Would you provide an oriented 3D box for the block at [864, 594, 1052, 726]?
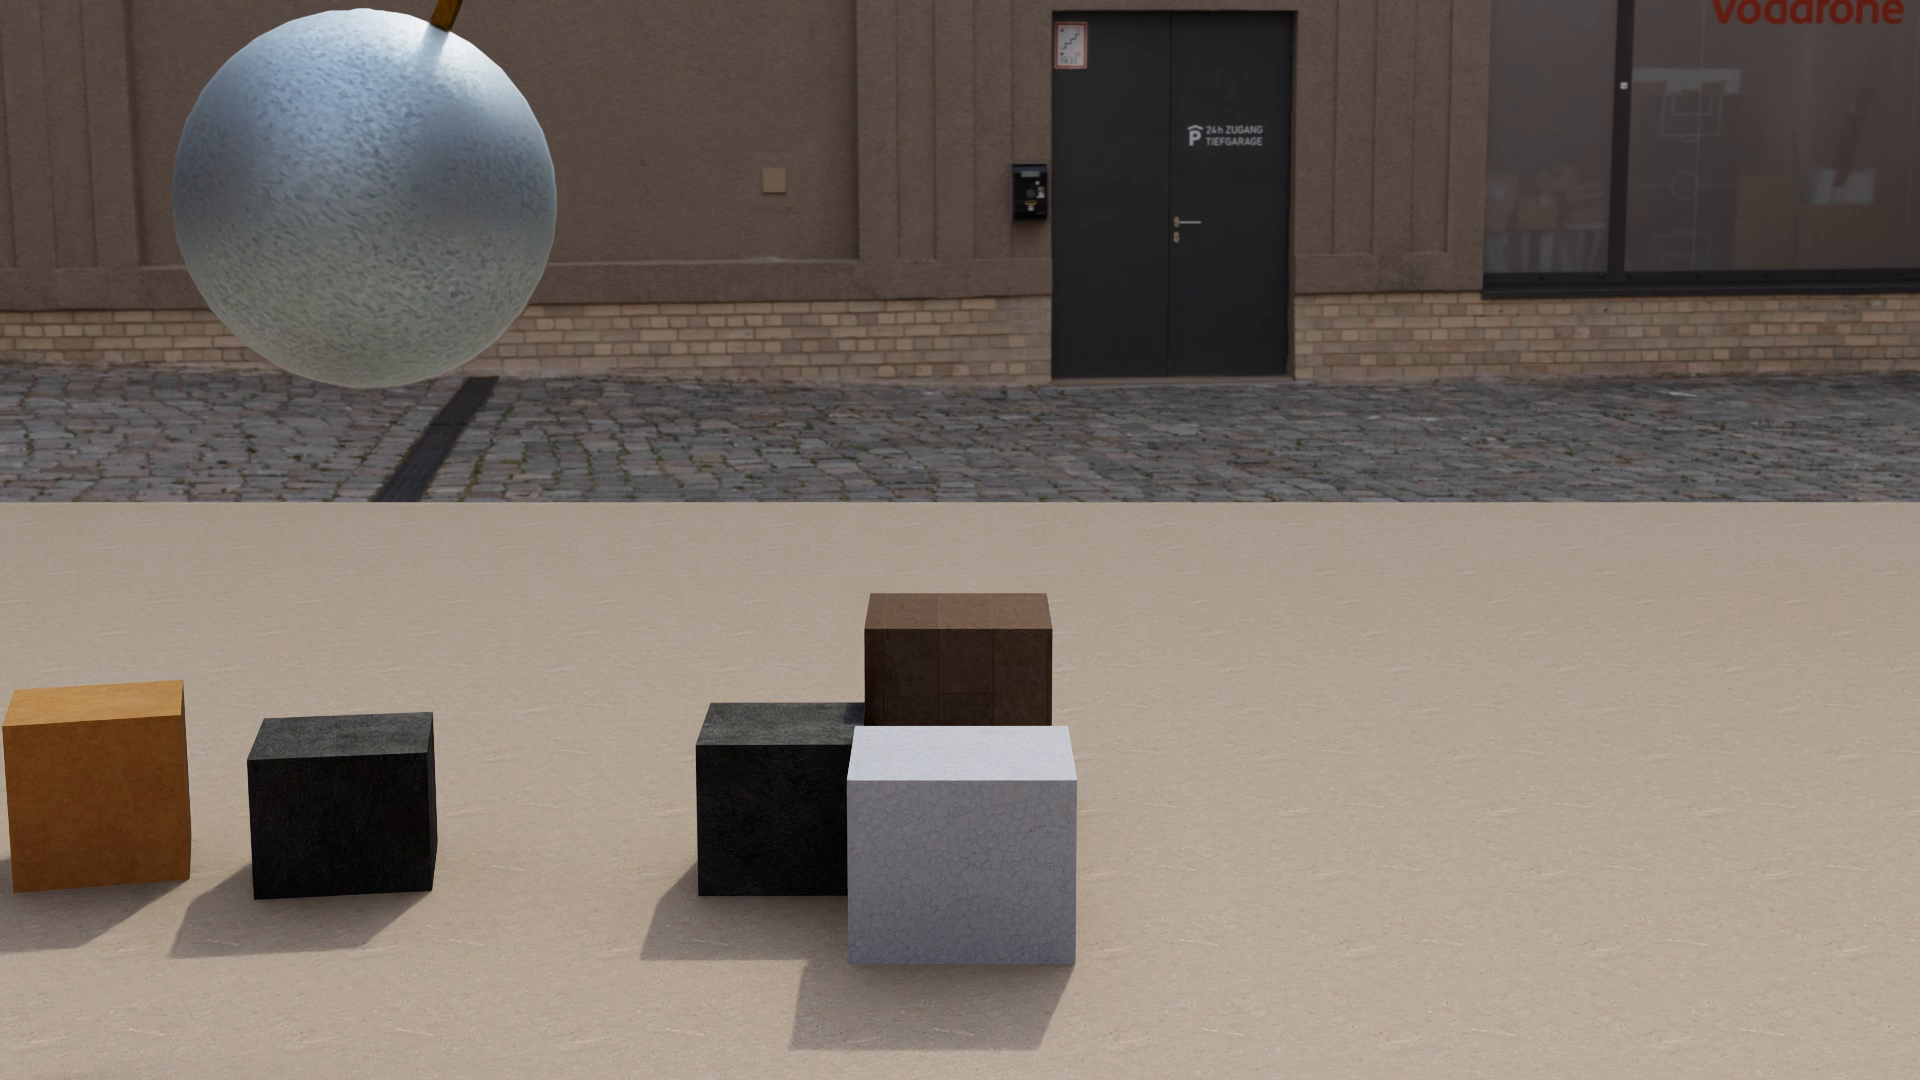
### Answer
[{"bbox_3d":[-0.008,0.831,12.157,0.857,1.016,0.813,0,10,0],"label":"block"}]

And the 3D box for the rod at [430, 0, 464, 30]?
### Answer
[{"bbox_3d":[-1.093,-4.481,10.366,0.080,5.200,0.080,25,9,-4],"label":"rod"}]

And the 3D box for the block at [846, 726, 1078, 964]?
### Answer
[{"bbox_3d":[0.007,1.244,10.600,0.908,0.759,0.853,0,10,0],"label":"block"}]

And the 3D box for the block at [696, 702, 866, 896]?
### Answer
[{"bbox_3d":[-0.780,1.141,11.407,0.710,0.674,0.752,0,10,-1],"label":"block"}]

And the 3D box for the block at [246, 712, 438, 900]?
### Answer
[{"bbox_3d":[-2.728,1.168,11.403,0.753,0.622,0.729,-2,10,-9],"label":"block"}]

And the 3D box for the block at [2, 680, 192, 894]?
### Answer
[{"bbox_3d":[-3.848,1.089,11.491,0.734,0.746,0.686,-3,11,-15],"label":"block"}]

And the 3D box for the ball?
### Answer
[{"bbox_3d":[-2.522,-1.445,10.918,1.600,1.600,1.600,0,10,0],"label":"ball"}]
